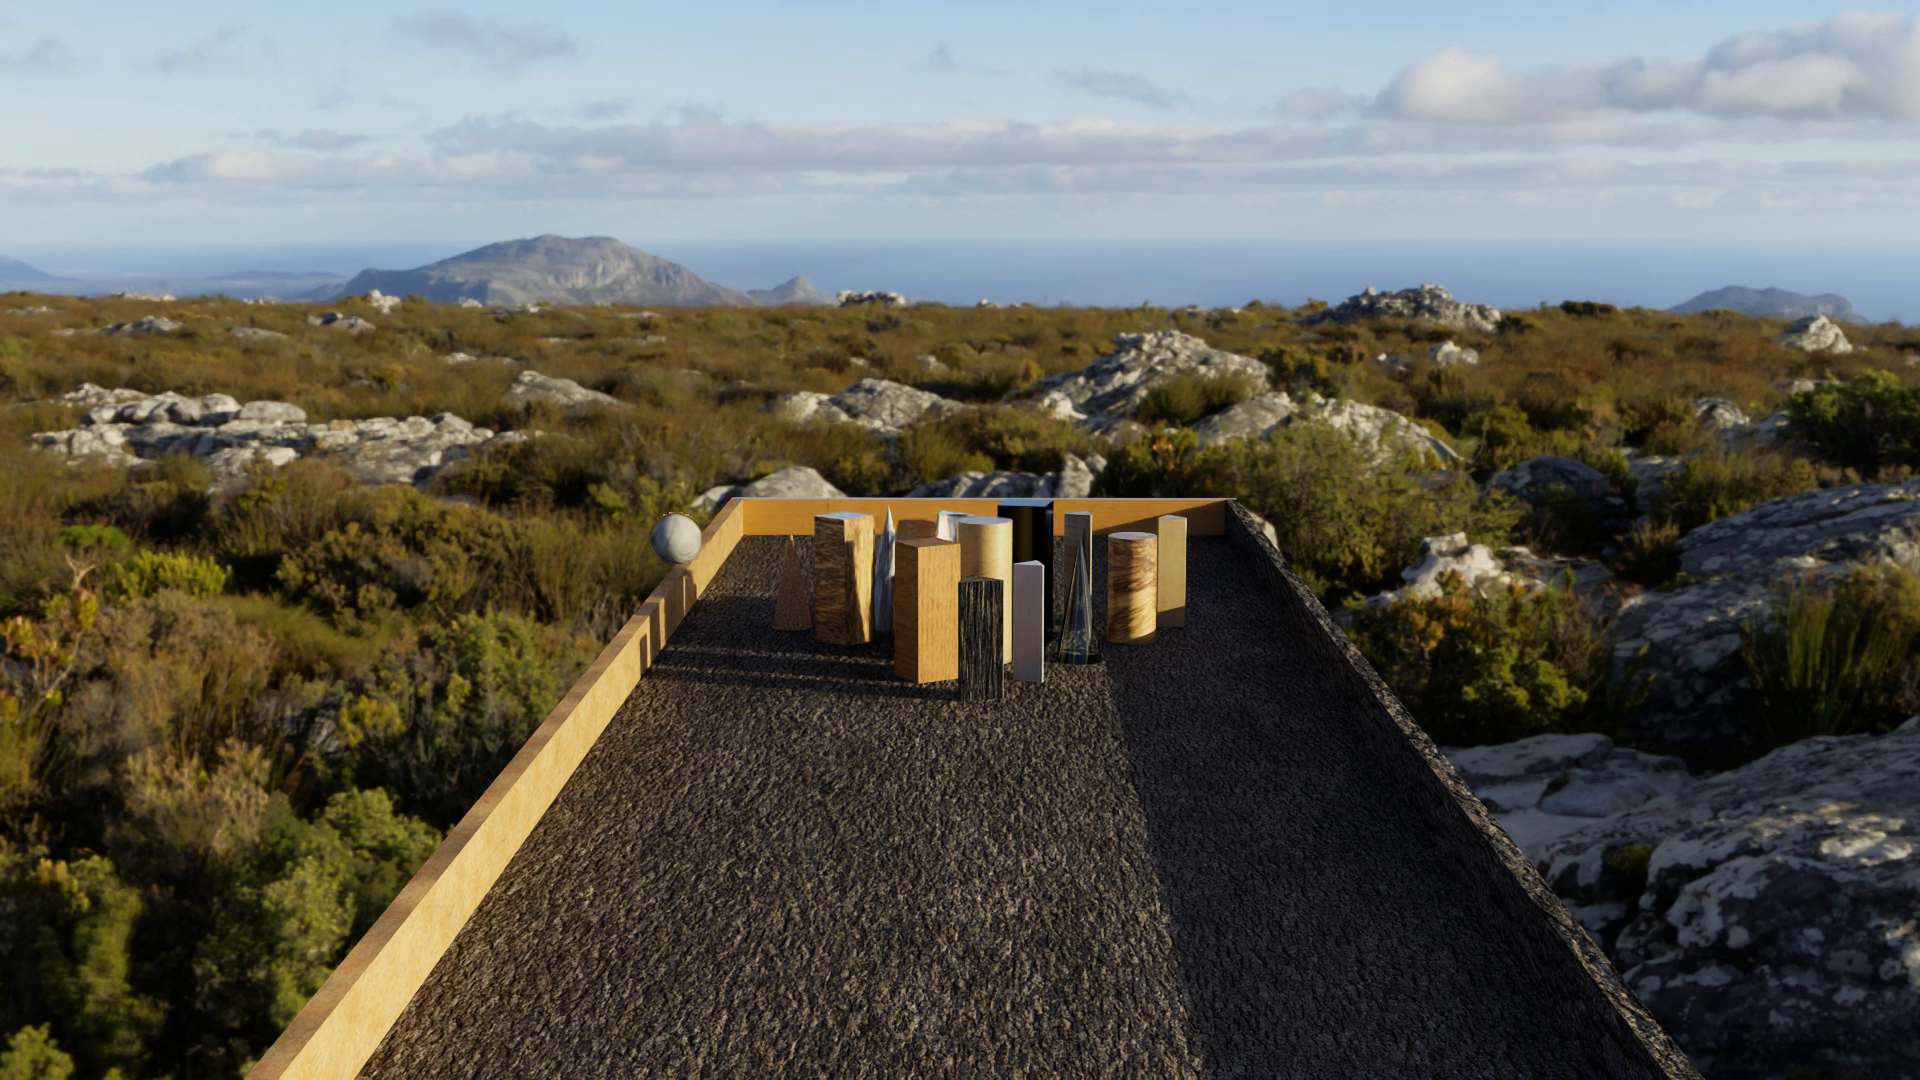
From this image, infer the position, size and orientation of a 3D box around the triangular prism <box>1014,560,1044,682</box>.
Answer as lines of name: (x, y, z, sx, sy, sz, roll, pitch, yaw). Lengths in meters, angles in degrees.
triangular prism: (0.211, 0.235, 6.427, 0.091, 0.343, 0.079, 3, 10, 19)

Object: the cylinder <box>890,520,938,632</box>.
cylinder: (-0.144, 0.121, 7.044, 0.132, 0.353, 0.132, 3, -9, 1)

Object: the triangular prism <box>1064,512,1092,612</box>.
triangular prism: (0.400, 0.095, 7.214, 0.094, 0.373, 0.082, 4, 10, 23)

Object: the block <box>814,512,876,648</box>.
block: (-0.364, 0.122, 6.949, 0.133, 0.404, 0.133, 8, 12, 41)

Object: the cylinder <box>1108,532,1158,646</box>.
cylinder: (0.545, 0.154, 6.957, 0.154, 0.339, 0.154, 0, 9, 0)

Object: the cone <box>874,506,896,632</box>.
cone: (-0.232, 0.083, 7.195, 0.172, 0.403, 0.172, 0, 9, 0)

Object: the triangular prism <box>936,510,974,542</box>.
triangular prism: (-0.046, 0.116, 6.954, 0.130, 0.406, 0.113, 2, 6, -25)

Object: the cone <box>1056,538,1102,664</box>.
cone: (0.363, 0.173, 6.675, 0.143, 0.389, 0.143, 0, 9, 0)

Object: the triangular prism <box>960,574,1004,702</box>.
triangular prism: (0.043, 0.274, 6.202, 0.131, 0.338, 0.114, -3, 9, -17)

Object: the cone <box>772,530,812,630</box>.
cone: (-0.550, 0.125, 7.191, 0.133, 0.322, 0.133, 0, 9, 0)

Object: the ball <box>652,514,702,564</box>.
ball: (-0.951, -0.001, 7.384, 0.169, 0.169, 0.169, 0, 9, 0)

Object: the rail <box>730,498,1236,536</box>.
rail: (0.099, -0.098, 9.147, 2.100, 0.150, 0.050, 0, 9, 1)

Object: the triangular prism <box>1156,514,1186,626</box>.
triangular prism: (0.688, 0.100, 7.228, 0.093, 0.360, 0.080, -1, 9, -4)

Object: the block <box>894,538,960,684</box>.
block: (-0.096, 0.204, 6.446, 0.141, 0.400, 0.141, -5, 10, -30)

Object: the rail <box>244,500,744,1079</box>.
rail: (-1.004, 0.839, 3.234, 0.050, 0.150, 12.000, 0, 9, 1)

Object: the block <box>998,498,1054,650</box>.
block: (0.205, 0.106, 6.899, 0.151, 0.451, 0.151, 2, 9, 12)

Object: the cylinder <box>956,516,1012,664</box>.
cylinder: (0.075, 0.153, 6.674, 0.168, 0.430, 0.168, 0, 9, 0)

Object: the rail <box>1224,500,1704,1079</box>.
rail: (1.046, 0.843, 3.208, 0.050, 0.150, 12.000, 0, 9, 1)
